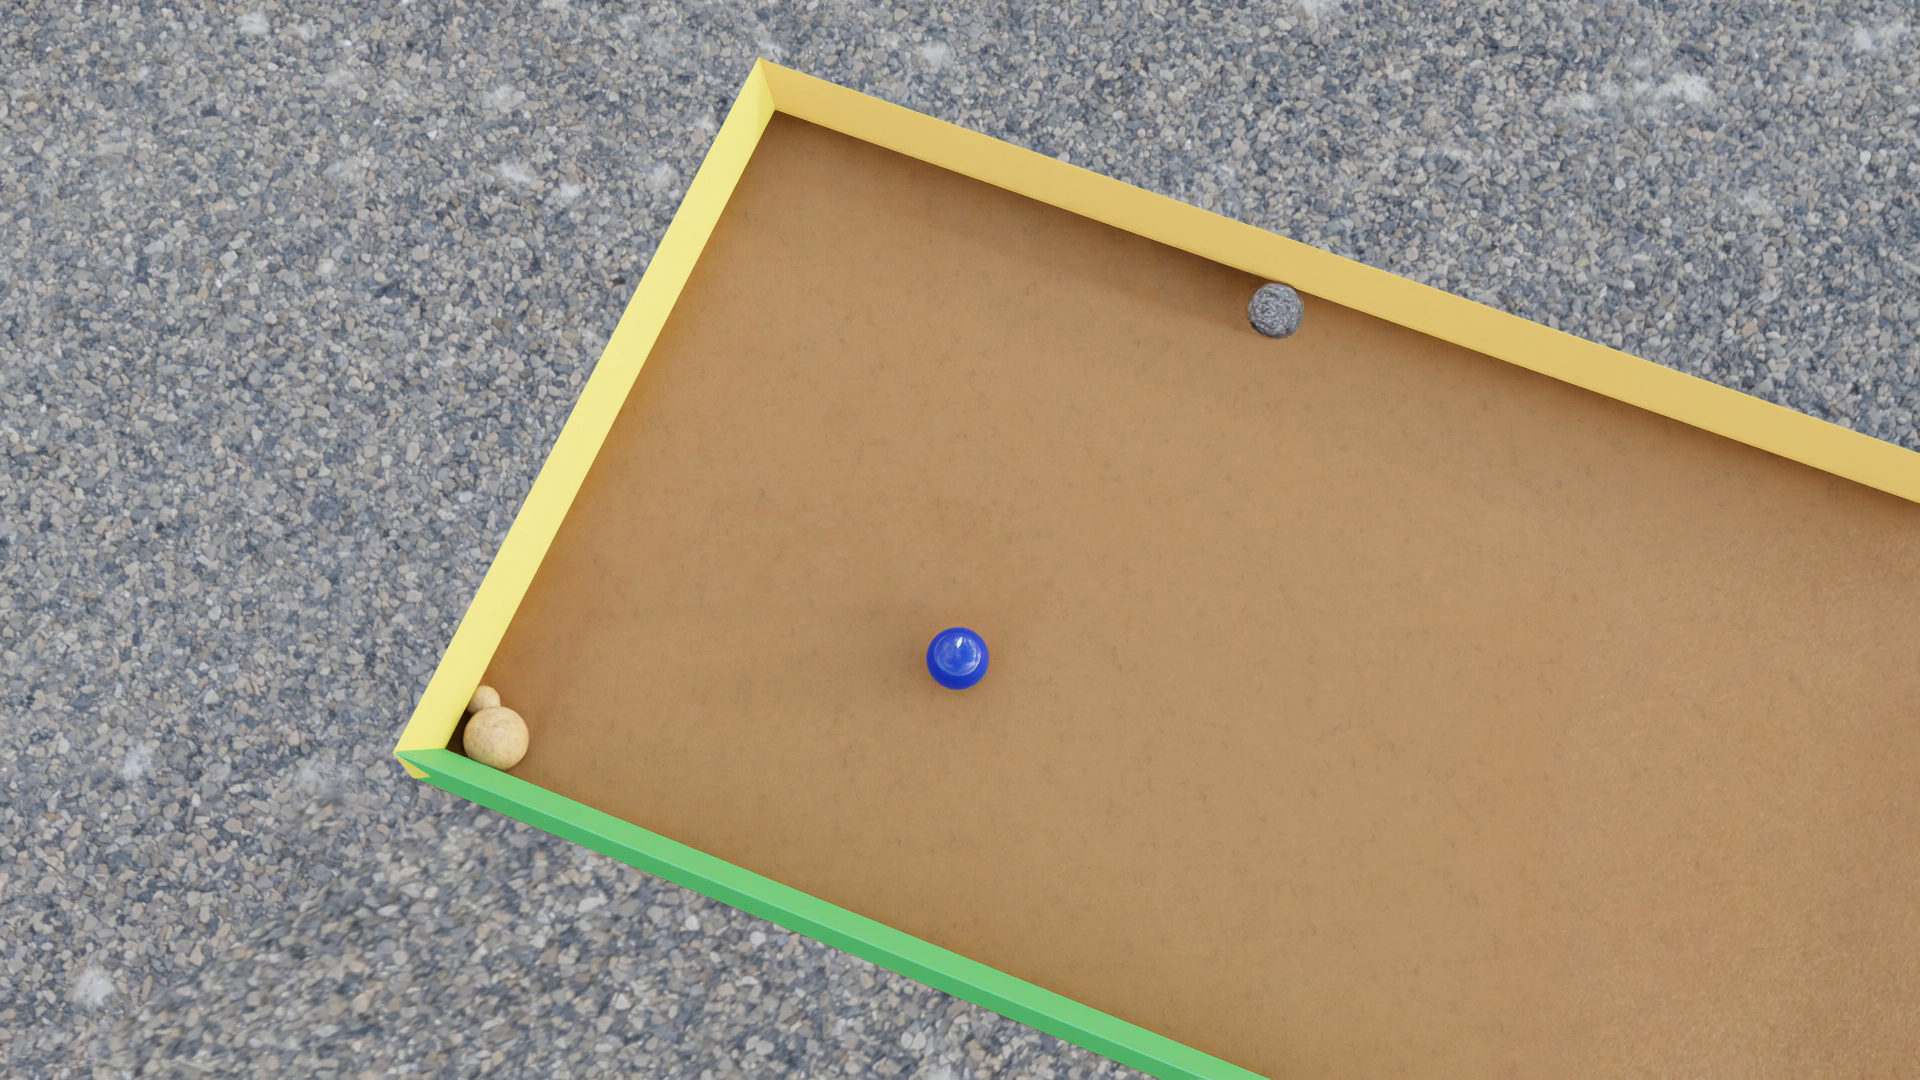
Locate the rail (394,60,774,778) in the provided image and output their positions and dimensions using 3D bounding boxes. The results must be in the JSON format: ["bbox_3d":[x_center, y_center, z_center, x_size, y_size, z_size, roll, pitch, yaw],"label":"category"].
[{"bbox_3d":[-0.574,-0.222,3.576,0.045,0.129,1.339,20,68,8],"label":"rail"}]

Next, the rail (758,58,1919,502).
[{"bbox_3d":[0.837,-0.340,3.626,2.569,0.129,0.045,20,68,8],"label":"rail"}]

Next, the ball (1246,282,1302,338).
[{"bbox_3d":[0.524,-0.384,3.667,0.091,0.091,0.091,0,67,0],"label":"ball"}]

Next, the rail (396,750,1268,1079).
[{"bbox_3d":[0.354,0.763,3.157,2.569,0.129,0.045,20,68,8],"label":"rail"}]

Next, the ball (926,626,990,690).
[{"bbox_3d":[-0.004,0.184,3.420,0.099,0.099,0.099,0,67,0],"label":"ball"}]

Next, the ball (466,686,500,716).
[{"bbox_3d":[-0.741,0.252,3.416,0.054,0.054,0.054,0,67,0],"label":"ball"}]

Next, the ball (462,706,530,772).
[{"bbox_3d":[-0.711,0.304,3.369,0.100,0.100,0.100,0,67,0],"label":"ball"}]
